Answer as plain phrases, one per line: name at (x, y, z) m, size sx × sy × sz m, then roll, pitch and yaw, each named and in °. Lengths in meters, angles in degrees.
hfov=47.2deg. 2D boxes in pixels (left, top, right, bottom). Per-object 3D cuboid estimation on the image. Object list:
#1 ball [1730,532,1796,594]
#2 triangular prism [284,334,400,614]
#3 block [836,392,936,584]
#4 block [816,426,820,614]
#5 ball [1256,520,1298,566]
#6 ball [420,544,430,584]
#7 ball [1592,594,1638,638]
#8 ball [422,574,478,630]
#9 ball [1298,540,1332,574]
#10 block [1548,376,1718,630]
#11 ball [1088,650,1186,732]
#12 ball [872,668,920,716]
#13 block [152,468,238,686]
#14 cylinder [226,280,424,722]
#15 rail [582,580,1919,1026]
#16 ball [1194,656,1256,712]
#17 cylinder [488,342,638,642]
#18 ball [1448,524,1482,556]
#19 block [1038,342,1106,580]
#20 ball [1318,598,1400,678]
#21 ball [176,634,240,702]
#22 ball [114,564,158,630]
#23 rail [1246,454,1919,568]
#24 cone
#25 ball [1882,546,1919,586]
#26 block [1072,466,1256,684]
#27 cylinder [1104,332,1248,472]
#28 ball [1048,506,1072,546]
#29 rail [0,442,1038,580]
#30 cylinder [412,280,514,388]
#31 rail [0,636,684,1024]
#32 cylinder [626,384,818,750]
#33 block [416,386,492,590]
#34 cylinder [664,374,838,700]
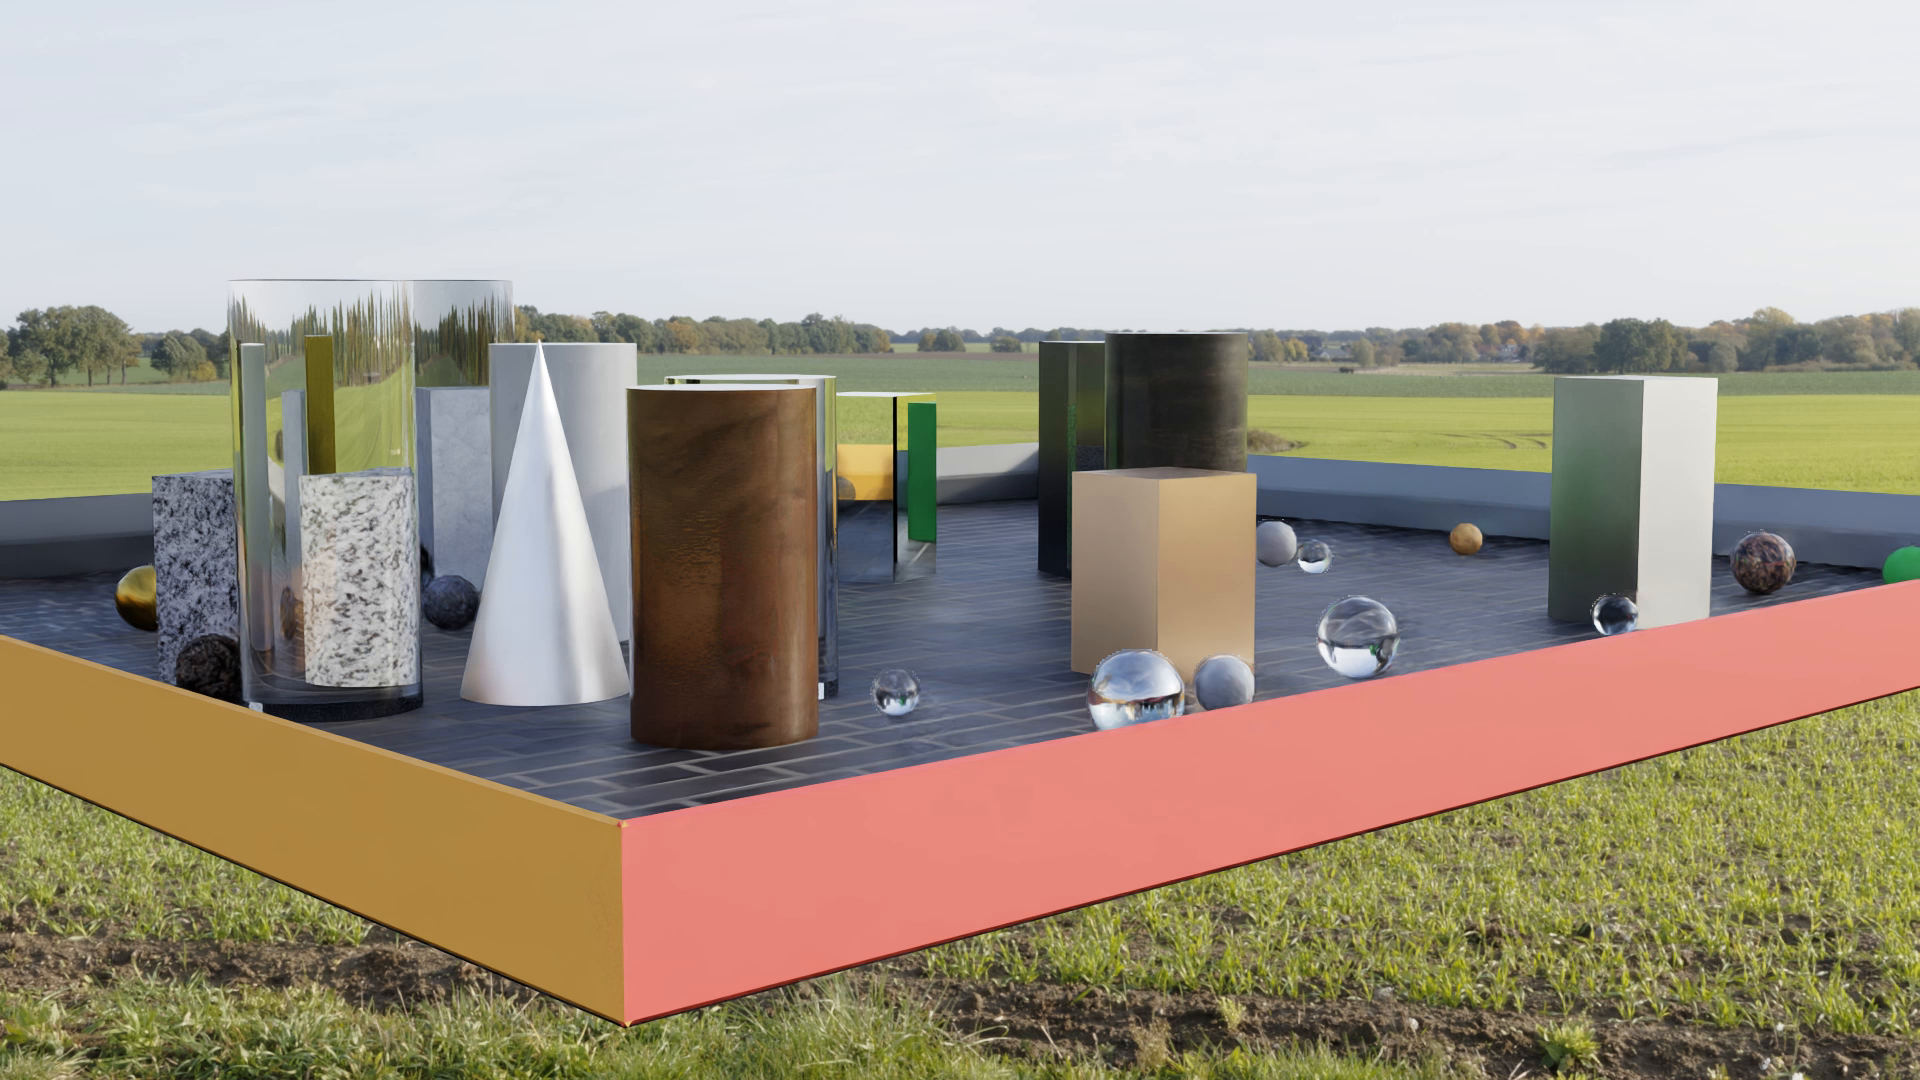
ball at (1.268, 0.036, 3.473) m, size 0.097 × 0.097 × 0.097 m, roll 0°, pitch 6°, yaw 0°
triangular prism at (-0.898, -0.105, 3.323) m, size 0.172 × 0.408 × 0.149 m, roll 2°, pitch 6°, yaw 22°
block at (-0.146, -0.091, 3.688) m, size 0.159 × 0.306 × 0.159 m, roll 3°, pitch 7°, yaw 25°
block at (-0.291, -0.034, 3.311) m, size 0.159 × 0.269 × 0.159 m, roll 0°, pitch 6°, yaw -3°
ball at (0.547, 0.007, 3.833) m, size 0.081 × 0.081 × 0.081 m, roll 0°, pitch 6°, yaw 0°
ball at (-0.886, 0.039, 3.502) m, size 0.084 × 0.084 × 0.084 m, roll 0°, pitch 6°, yaw 0°
ball at (0.895, 0.104, 3.003) m, size 0.059 × 0.059 × 0.059 m, roll 0°, pitch 6°, yaw 0°
ball at (-0.713, 0.087, 3.076) m, size 0.077 × 0.077 × 0.077 m, roll 0°, pitch 6°, yaw 0°
ball at (0.602, 0.029, 3.735) m, size 0.057 × 0.057 × 0.057 m, roll 0°, pitch 6°, yaw 0°
block at (0.967, -0.059, 3.166) m, size 0.159 × 0.349 × 0.159 m, roll -4°, pitch 7°, yaw -34°
ball at (0.181, 0.163, 2.248) m, size 0.099 × 0.099 × 0.099 m, roll 0°, pitch 6°, yaw 0°
ball at (-0.070, 0.168, 2.424) m, size 0.052 × 0.052 × 0.052 m, roll 0°, pitch 6°, yaw 0°
block at (-0.856, 0.044, 2.665) m, size 0.159 × 0.250 × 0.159 m, roll 2°, pitch 6°, yaw 20°
cylinder at (-0.708, -0.050, 2.459) m, size 0.199 × 0.478 × 0.199 m, roll 0°, pitch 6°, yaw 0°
rail at (0.875, 0.132, 2.389) m, size 2.993 × 0.129 × 0.045 m, roll -5°, pitch 8°, yaw -42°
ball at (0.291, 0.161, 2.421) m, size 0.067 × 0.067 × 0.067 m, roll 0°, pitch 6°, yaw 0°
cylinder at (-0.540, -0.068, 3.009) m, size 0.199 × 0.400 × 0.199 m, roll 0°, pitch 6°, yaw 0°
ball at (0.922, -0.001, 4.011) m, size 0.060 × 0.060 × 0.060 m, roll 0°, pitch 6°, yaw 0°
block at (0.237, -0.139, 3.723) m, size 0.159 × 0.392 × 0.159 m, roll -2°, pitch 6°, yaw -21°
ball at (0.484, 0.119, 2.670) m, size 0.099 × 0.099 × 0.099 m, roll 0°, pitch 6°, yaw 0°
ball at (-0.849, 0.147, 2.499) m, size 0.080 × 0.080 × 0.080 m, roll 0°, pitch 6°, yaw 0°
ball at (-1.130, 0.081, 3.068) m, size 0.092 × 0.092 × 0.092 m, roll 0°, pitch 6°, yaw 0°
rail at (1.082, -0.070, 4.325) m, size 0.045 × 0.129 × 2.628 m, roll -5°, pitch 8°, yaw -42°
cone at (-0.487, -0.028, 2.564) m, size 0.199 × 0.413 × 0.199 m, roll 0°, pitch 6°, yaw 0°
ball at (1.469, 0.051, 3.395) m, size 0.083 × 0.083 × 0.083 m, roll 0°, pitch 6°, yaw 0°
block at (0.249, 0.041, 2.702) m, size 0.159 × 0.247 × 0.159 m, roll -4°, pitch 7°, yaw -37°
cylinder at (0.301, -0.082, 3.080) m, size 0.199 × 0.414 × 0.199 m, roll 0°, pitch 6°, yaw 0°
ball at (0.204, -0.026, 4.181) m, size 0.075 × 0.075 × 0.075 m, roll 0°, pitch 6°, yaw 0°
rail at (-0.875, -0.065, 4.275) m, size 2.993 × 0.129 × 0.045 m, roll -5°, pitch 8°, yaw -42°
cylinder at (-0.866, -0.198, 3.793) m, size 0.199 × 0.496 × 0.199 m, roll 0°, pitch 6°, yaw 0°
rail at (-1.082, 0.137, 2.338) m, size 0.045 × 0.129 × 2.628 m, roll -5°, pitch 8°, yaw -42°
cylinder at (-0.249, 0.022, 2.314) m, size 0.199 × 0.365 × 0.199 m, roll 0°, pitch 6°, yaw 0°
block at (-0.789, -0.087, 3.573) m, size 0.159 × 0.320 × 0.159 m, roll -2°, pitch 6°, yaw -22°
cylinder at (-0.242, -0.006, 2.566) m, size 0.199 × 0.368 × 0.199 m, roll 0°, pitch 6°, yaw 0°
